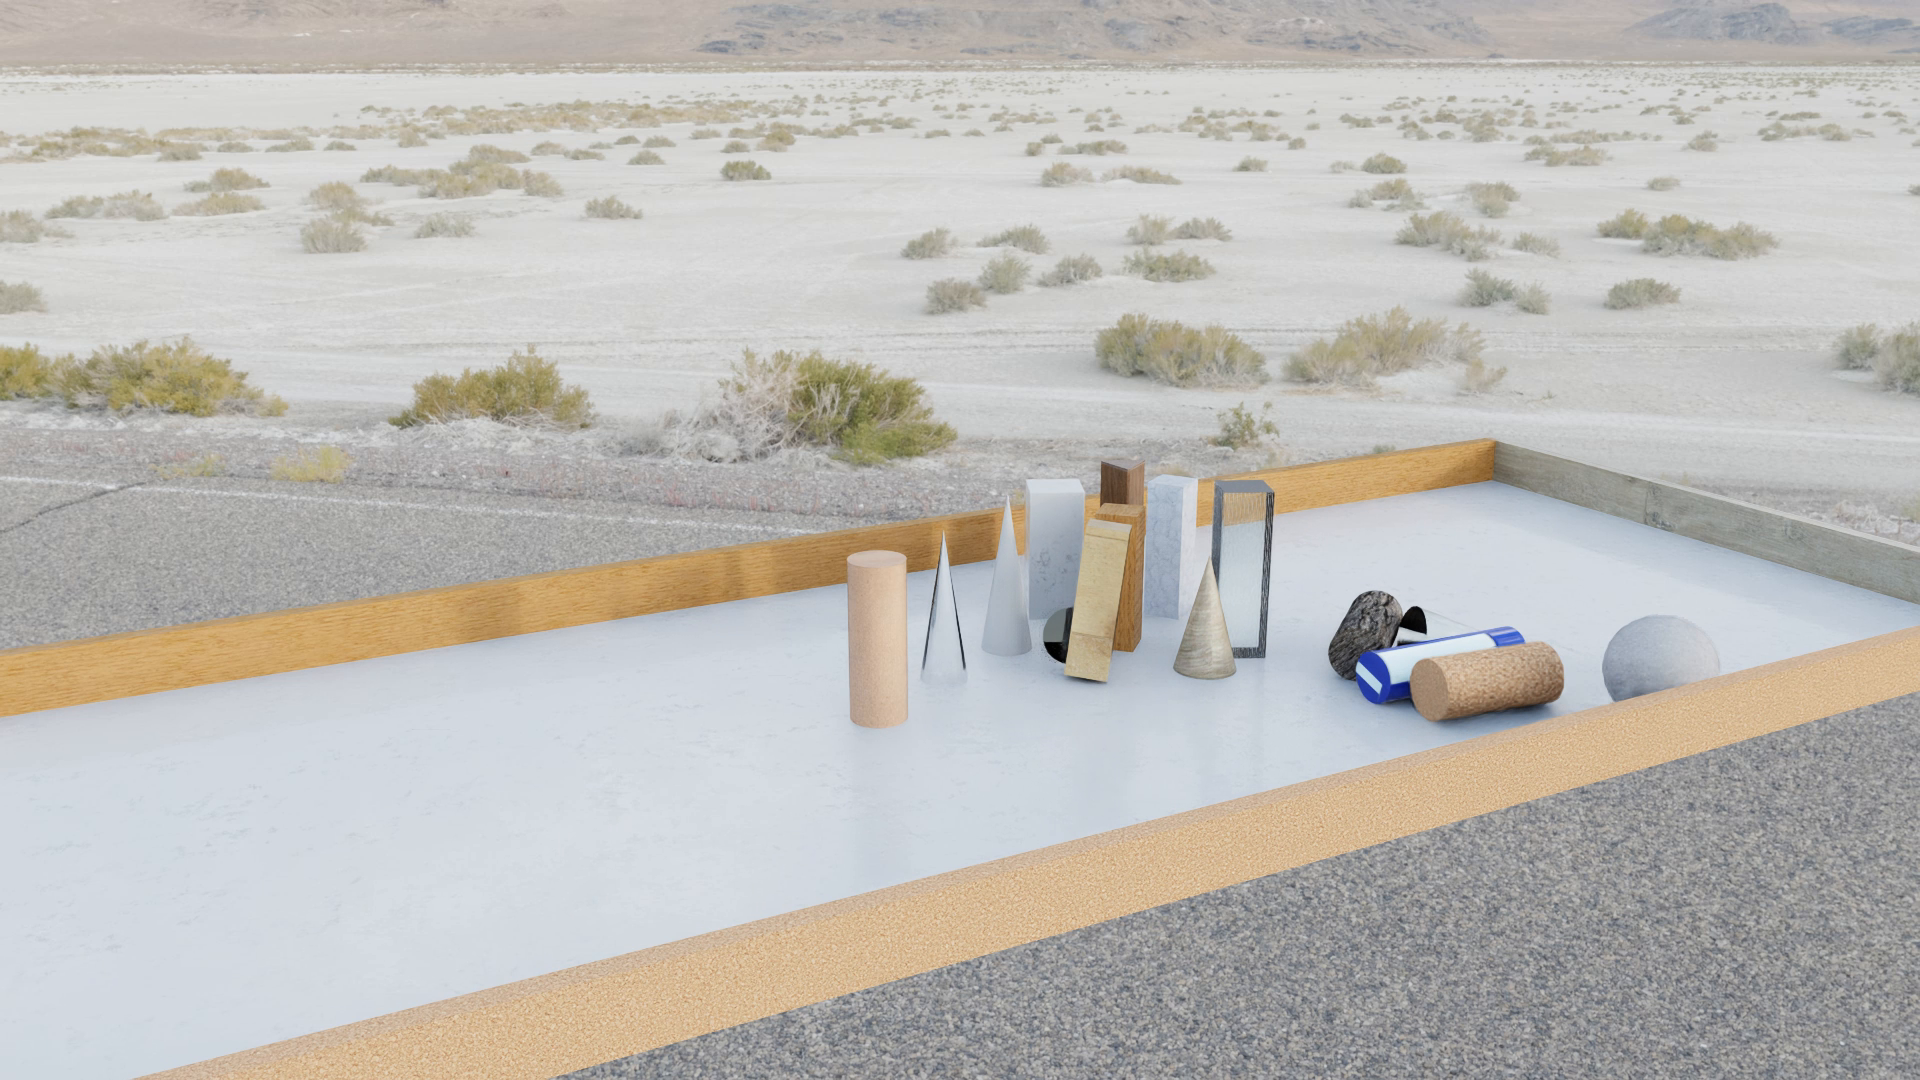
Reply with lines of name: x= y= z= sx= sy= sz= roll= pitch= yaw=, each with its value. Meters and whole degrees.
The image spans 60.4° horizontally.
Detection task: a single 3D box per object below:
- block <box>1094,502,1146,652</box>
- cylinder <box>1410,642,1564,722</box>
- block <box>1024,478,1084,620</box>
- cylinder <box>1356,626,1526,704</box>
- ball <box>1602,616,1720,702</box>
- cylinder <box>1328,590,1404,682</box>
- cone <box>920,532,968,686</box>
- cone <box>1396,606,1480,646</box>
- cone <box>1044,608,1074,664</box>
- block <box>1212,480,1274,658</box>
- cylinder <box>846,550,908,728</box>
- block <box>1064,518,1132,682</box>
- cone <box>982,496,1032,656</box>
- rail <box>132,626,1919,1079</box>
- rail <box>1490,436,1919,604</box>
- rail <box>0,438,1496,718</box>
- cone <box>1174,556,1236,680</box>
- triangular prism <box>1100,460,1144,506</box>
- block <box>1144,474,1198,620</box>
block: x=0.420 y=0.099 z=4.362 sx=0.111 sy=0.371 sz=0.111 roll=5 pitch=17 yaw=17
cylinder: x=1.260 y=0.337 z=3.941 sx=0.331 sy=0.150 sz=0.150 roll=-6 pitch=17 yaw=-20
block: x=0.263 y=0.025 z=4.623 sx=0.149 sy=0.365 sz=0.149 roll=-1 pitch=16 yaw=-2
cylinder: x=1.196 y=0.307 z=4.083 sx=0.434 sy=0.128 sz=0.128 roll=-8 pitch=18 yaw=-24
ball: x=1.642 y=0.305 z=3.865 sx=0.256 sy=0.256 sz=0.256 roll=0 pitch=16 yaw=0
cylinder: x=1.054 y=0.245 z=4.272 sx=0.141 sy=0.141 sz=0.329 roll=6 pitch=18 yaw=21
cone: x=-0.041 y=0.161 z=4.112 sx=0.123 sy=0.391 sz=0.123 roll=0 pitch=16 yaw=0
cone: x=1.353 y=0.278 z=4.269 sx=0.401 sy=0.160 sz=0.160 roll=9 pitch=15 yaw=-11
cone: x=0.292 y=0.234 z=4.429 sx=0.148 sy=0.148 sz=0.350 roll=0 pitch=4 yaw=1
block: x=0.730 y=0.077 z=4.300 sx=0.128 sy=0.447 sz=0.128 roll=-1 pitch=17 yaw=-3
cylinder: x=-0.192 y=0.232 z=3.867 sx=0.138 sy=0.394 sz=0.138 roll=0 pitch=16 yaw=0
block: x=0.347 y=0.150 z=4.133 sx=0.107 sy=0.383 sz=0.107 roll=9 pitch=12 yaw=8
cone: x=0.124 y=0.080 z=4.325 sx=0.137 sy=0.426 sz=0.137 roll=0 pitch=16 yaw=0
rail: x=-2.336 y=1.006 z=1.665 sx=12.000 sy=0.150 sz=0.050 roll=-9 pitch=18 yaw=-27
rail: x=2.466 y=-0.048 z=5.253 sx=0.050 sy=0.150 sz=2.100 roll=-9 pitch=18 yaw=-27
rail: x=-3.305 y=0.497 z=3.399 sx=12.000 sy=0.150 sz=0.050 roll=-9 pitch=18 yaw=-27
cone: x=0.628 y=0.182 z=4.188 sx=0.162 sy=0.308 sz=0.162 roll=0 pitch=16 yaw=0
triangular prism: x=0.494 y=-0.047 z=4.857 sx=0.109 sy=0.372 sz=0.126 roll=-11 pitch=19 yaw=-32
block: x=0.589 y=0.019 z=4.611 sx=0.105 sy=0.383 sz=0.105 roll=9 pitch=19 yaw=29
